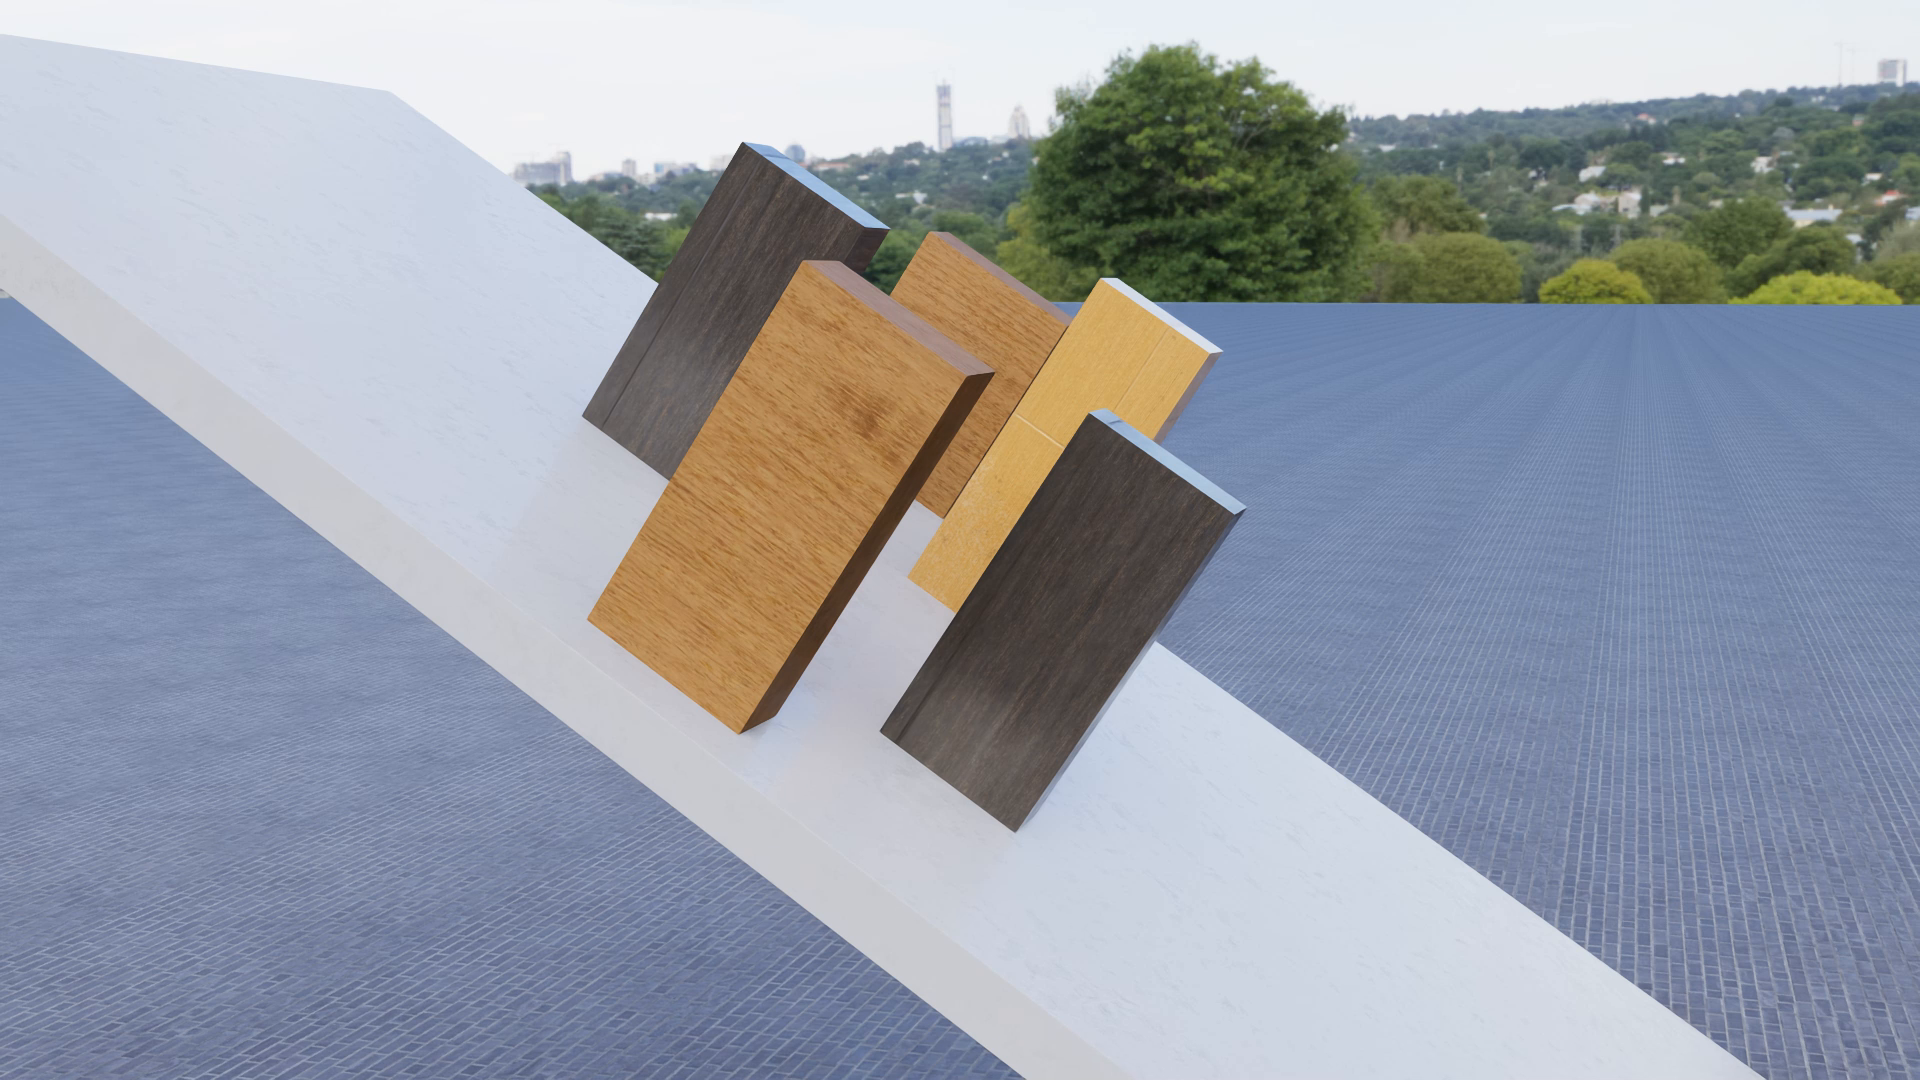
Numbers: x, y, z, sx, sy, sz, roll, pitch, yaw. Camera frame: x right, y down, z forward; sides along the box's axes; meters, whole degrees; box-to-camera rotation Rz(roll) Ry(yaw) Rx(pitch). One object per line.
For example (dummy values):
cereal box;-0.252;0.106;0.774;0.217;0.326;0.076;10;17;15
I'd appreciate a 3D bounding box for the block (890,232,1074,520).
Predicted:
block;-0.032;-0.368;4.892;0.372;0.510;0.142;36;15;10

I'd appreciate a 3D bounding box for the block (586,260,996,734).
block;-0.253;-0.064;3.252;0.292;0.638;0.147;36;15;10

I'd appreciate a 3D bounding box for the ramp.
ramp;-0.122;0.206;4.097;4.000;0.100;2.000;36;15;10

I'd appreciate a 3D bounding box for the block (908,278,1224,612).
block;0.202;-0.146;4.301;0.254;0.705;0.136;36;15;10

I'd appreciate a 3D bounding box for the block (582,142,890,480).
block;-0.415;-0.399;4.049;0.278;0.596;0.139;36;15;10

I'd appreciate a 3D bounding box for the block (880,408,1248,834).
block;0.160;0.129;3.510;0.275;0.627;0.114;36;15;10
